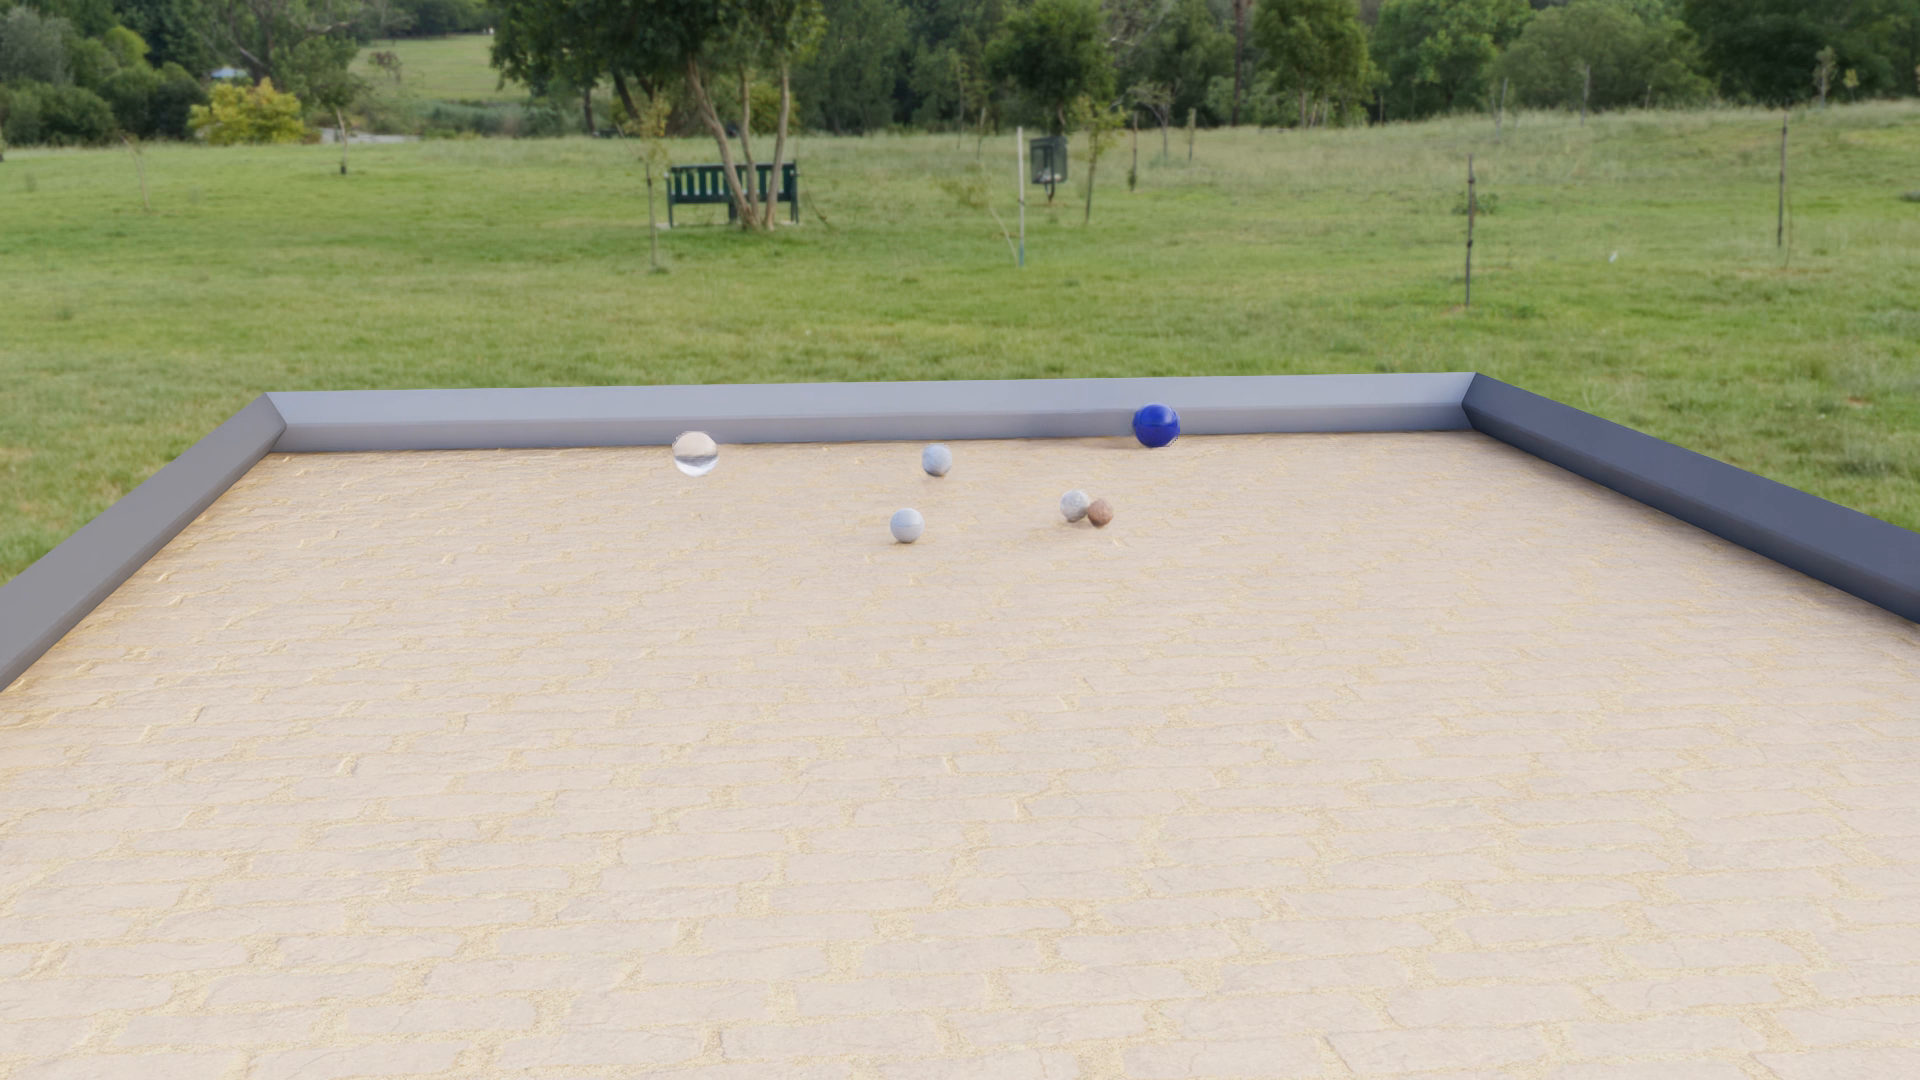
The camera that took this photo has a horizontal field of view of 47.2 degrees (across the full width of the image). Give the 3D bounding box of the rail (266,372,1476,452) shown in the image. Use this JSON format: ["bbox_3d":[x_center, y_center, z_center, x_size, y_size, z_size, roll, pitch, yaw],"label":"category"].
[{"bbox_3d":[-0.132,-0.247,4.267,2.366,0.114,0.045,-1,12,-7],"label":"rail"}]

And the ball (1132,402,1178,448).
[{"bbox_3d":[0.374,-0.220,4.208,0.087,0.087,0.087,0,12,0],"label":"ball"}]

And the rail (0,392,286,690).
[{"bbox_3d":[-1.016,0.223,2.008,0.045,0.114,4.411,-1,12,-7],"label":"rail"}]

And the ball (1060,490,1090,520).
[{"bbox_3d":[0.183,-0.055,3.507,0.049,0.049,0.049,0,12,0],"label":"ball"}]

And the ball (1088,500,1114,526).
[{"bbox_3d":[0.222,-0.043,3.465,0.043,0.043,0.043,0,12,0],"label":"ball"}]

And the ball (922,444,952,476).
[{"bbox_3d":[-0.041,-0.141,3.904,0.056,0.056,0.056,0,12,0],"label":"ball"}]

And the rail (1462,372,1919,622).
[{"bbox_3d":[1.286,0.165,2.286,0.045,0.114,4.411,-1,12,-7],"label":"rail"}]

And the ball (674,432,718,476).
[{"bbox_3d":[-0.468,-0.152,3.898,0.080,0.080,0.080,0,12,0],"label":"ball"}]

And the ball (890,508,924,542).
[{"bbox_3d":[-0.080,-0.022,3.340,0.053,0.053,0.053,0,12,0],"label":"ball"}]
